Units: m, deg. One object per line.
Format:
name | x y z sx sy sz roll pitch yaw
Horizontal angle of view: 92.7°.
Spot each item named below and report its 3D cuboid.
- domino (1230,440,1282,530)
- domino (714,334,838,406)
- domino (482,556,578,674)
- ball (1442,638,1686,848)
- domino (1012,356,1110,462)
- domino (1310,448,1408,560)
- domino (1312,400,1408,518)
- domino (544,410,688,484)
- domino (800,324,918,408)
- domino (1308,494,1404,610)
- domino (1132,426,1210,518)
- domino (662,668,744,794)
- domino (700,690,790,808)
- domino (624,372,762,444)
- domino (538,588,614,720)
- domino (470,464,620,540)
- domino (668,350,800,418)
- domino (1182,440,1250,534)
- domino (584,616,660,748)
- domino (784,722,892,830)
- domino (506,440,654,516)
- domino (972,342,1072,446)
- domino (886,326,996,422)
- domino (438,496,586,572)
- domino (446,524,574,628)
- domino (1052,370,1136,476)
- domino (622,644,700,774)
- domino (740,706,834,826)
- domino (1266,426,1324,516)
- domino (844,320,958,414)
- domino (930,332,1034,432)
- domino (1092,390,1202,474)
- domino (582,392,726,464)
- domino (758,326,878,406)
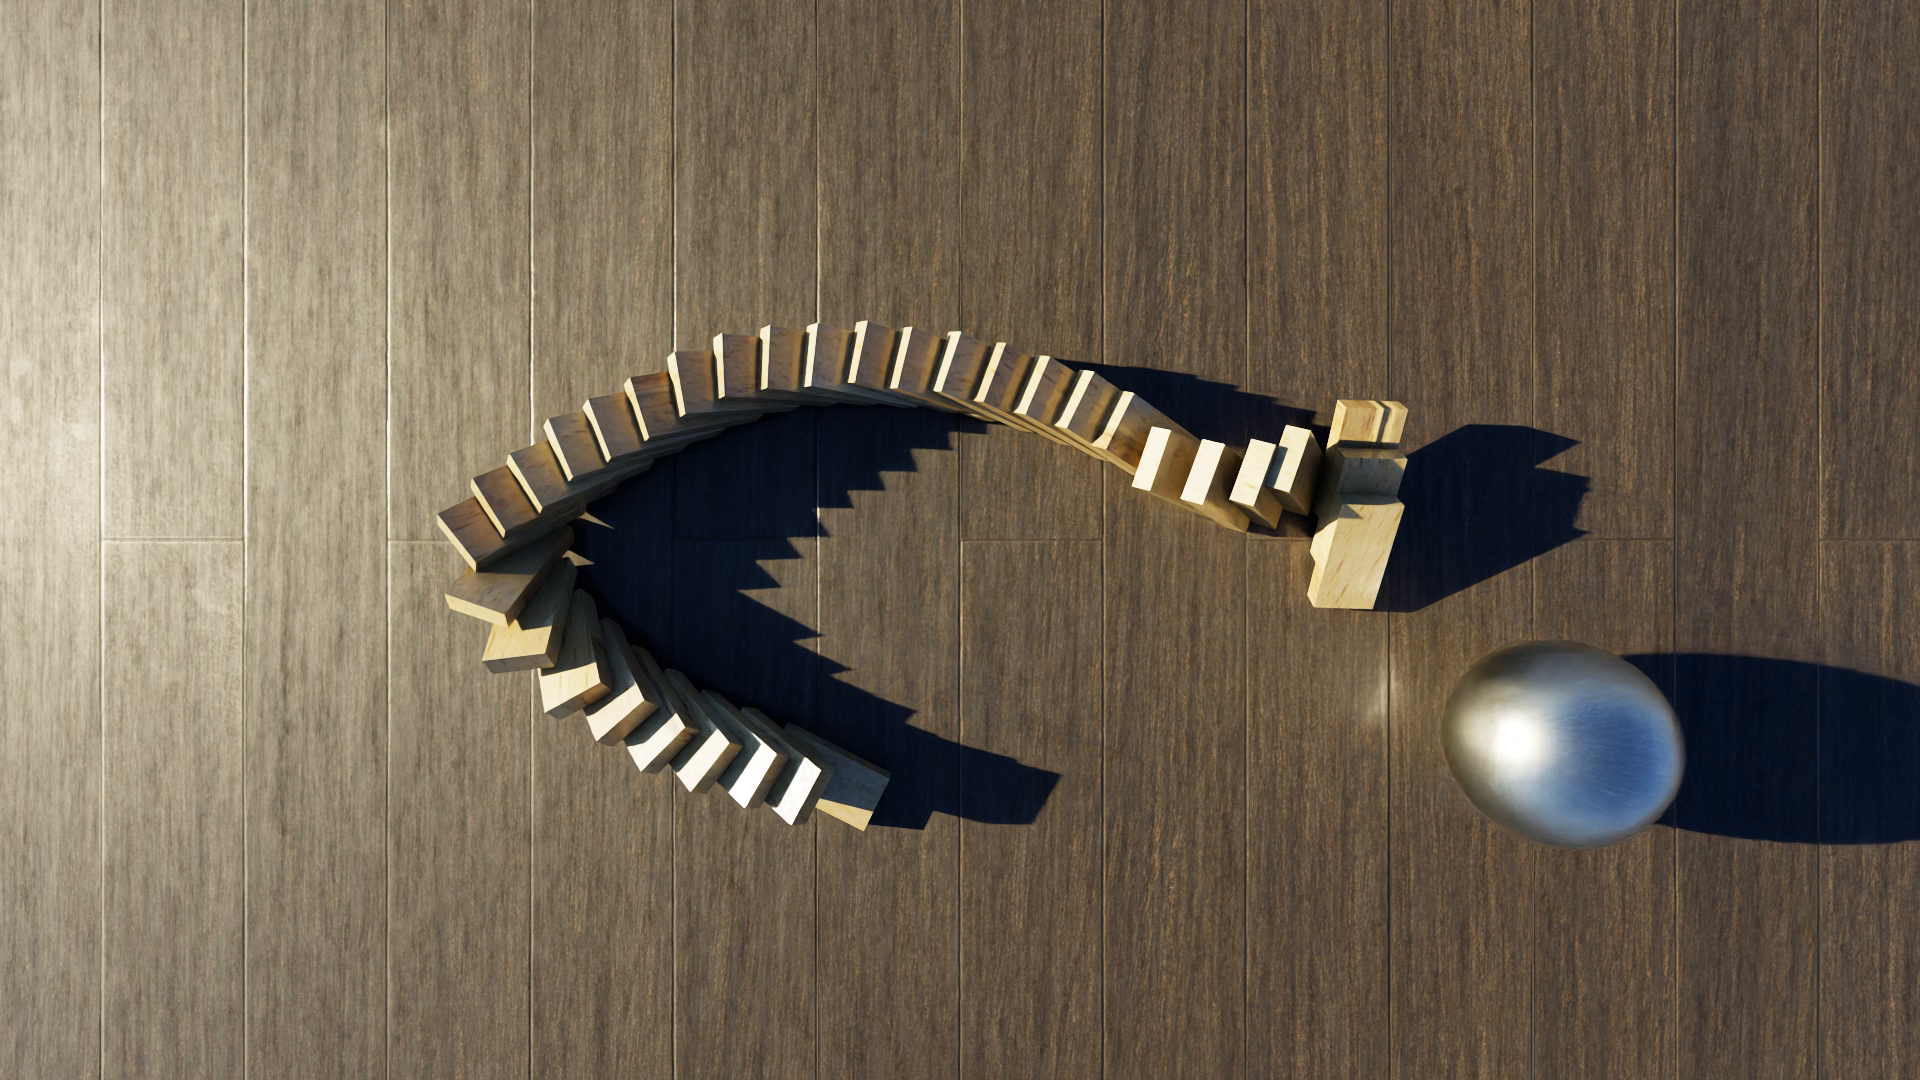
domino | 0.125 -0.022 0.376 0.009 0.050 0.025 20 90 30
domino | -0.076 -0.070 0.382 0.050 0.010 0.025 -2 89 -34
domino | -0.177 0.030 0.380 0.025 0.009 0.050 -7 49 0
ball | 0.234 0.079 0.360 0.080 0.080 0.080 0 90 0
domino | 0.048 -0.054 0.382 0.050 0.009 0.025 23 90 -33
domino | 0.166 -0.013 0.383 0.025 0.009 0.050 2 120 0
domino | 0.167 -0.033 0.384 0.025 0.009 0.050 2 118 0
domino | -0.142 -0.043 0.382 0.050 0.010 0.025 -23 90 -36
domino | -0.040 -0.072 0.382 0.050 0.009 0.025 6 90 -34
domino | 0.165 0.005 0.383 0.025 0.010 0.050 2 120 0
domino | 0.094 -0.027 0.380 0.050 0.010 0.025 17 93 -41
domino | -0.114 0.079 0.383 0.050 0.009 0.025 38 90 32
domino | -0.096 0.087 0.383 0.050 0.010 0.025 31 90 31
domino | -0.110 -0.058 0.382 0.050 0.009 0.025 -18 90 -35
domino | -0.162 0.047 0.382 0.025 0.009 0.050 -29 55 0
domino | -0.172 -0.023 0.381 0.050 0.009 0.025 -31 87 -36
domino | -0.094 -0.065 0.382 0.050 0.009 0.025 -10 90 -35
domino | 0.109 -0.021 0.377 0.010 0.050 0.025 20 90 38
domino | -0.146 0.058 0.382 0.025 0.009 0.050 -41 54 0
domino | -0.058 0.102 0.395 0.050 0.009 0.025 27 90 0
domino | -0.157 -0.032 0.381 0.050 0.009 0.025 -31 89 -36
domino | 0.031 -0.060 0.382 0.050 0.010 0.025 21 90 -34
domino | -0.004 -0.068 0.382 0.050 0.009 0.025 14 90 -34
domino | -0.185 -0.011 0.381 0.025 0.010 0.050 50 53 3
domino | -0.185 0.011 0.380 0.025 0.010 0.050 19 48 1
domino | 0.064 -0.048 0.382 0.050 0.010 0.025 26 90 -33
domino | -0.132 0.070 0.383 0.025 0.009 0.050 -45 58 1
domino | -0.078 0.094 0.383 0.050 0.009 0.025 29 91 31
domino | 0.138 -0.028 0.376 0.009 0.050 0.025 19 90 30
domino | -0.022 -0.071 0.382 0.050 0.010 0.025 12 90 -34
domino | 0.014 -0.065 0.382 0.050 0.009 0.025 19 90 -34
domino | 0.080 -0.039 0.383 0.050 0.009 0.025 27 90 -33
domino | -0.127 -0.051 0.382 0.050 0.009 0.025 -21 90 -35
domino | -0.058 -0.072 0.382 0.050 0.010 0.025 3 89 -34
